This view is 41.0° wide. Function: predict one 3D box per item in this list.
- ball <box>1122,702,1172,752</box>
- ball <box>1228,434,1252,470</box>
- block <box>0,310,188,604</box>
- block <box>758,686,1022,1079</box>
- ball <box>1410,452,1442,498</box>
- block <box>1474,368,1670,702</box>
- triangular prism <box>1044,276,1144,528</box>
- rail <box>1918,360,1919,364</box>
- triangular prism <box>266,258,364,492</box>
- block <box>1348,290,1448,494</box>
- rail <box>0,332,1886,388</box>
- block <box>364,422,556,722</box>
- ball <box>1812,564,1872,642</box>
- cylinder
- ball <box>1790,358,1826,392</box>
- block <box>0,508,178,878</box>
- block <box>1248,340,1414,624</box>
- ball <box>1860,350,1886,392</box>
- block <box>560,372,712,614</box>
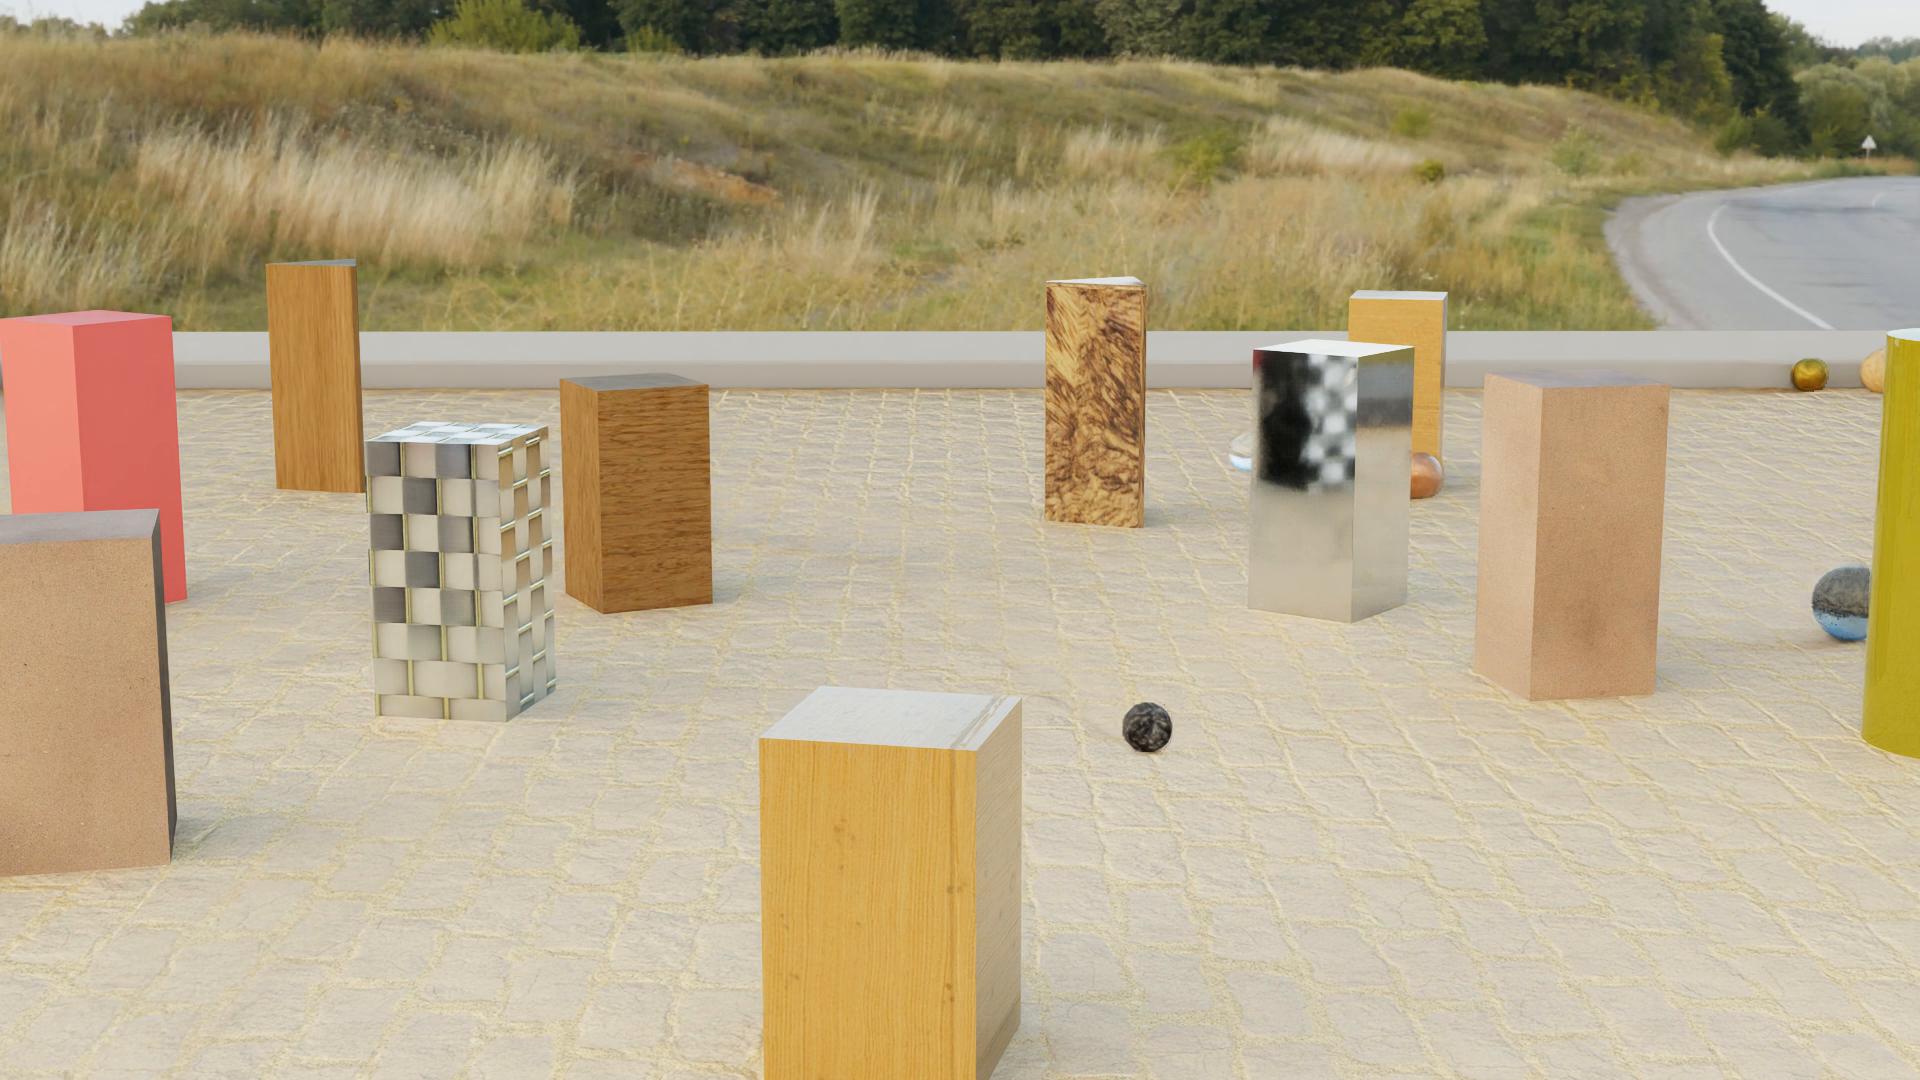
[{"bbox_3d":[0.201,0.201,2.751,0.054,0.054,0.054,0,10,0],"label":"ball"},{"bbox_3d":[0.522,-0.159,4.657,0.068,0.068,0.068,0,10,0],"label":"ball"},{"bbox_3d":[-1.177,-0.107,3.489,0.157,0.391,0.157,7,13,34],"label":"block"},{"bbox_3d":[-0.048,0.256,1.893,0.157,0.258,0.157,2,11,13],"label":"block"},{"bbox_3d":[0.780,-0.110,4.361,0.079,0.079,0.079,0,10,0],"label":"ball"},{"bbox_3d":[0.720,-0.010,3.032,0.157,0.365,0.157,-2,11,-12],"label":"block"},{"bbox_3d":[0.246,-0.228,4.151,0.170,0.386,0.148,5,12,26],"label":"triangular prism"},{"bbox_3d":[2.205,0.031,3.461,0.045,0.128,4.865,0,10,0],"label":"rail"},{"bbox_3d":[-1.088,-0.290,4.478,0.170,0.390,0.148,3,11,16],"label":"triangular prism"},{"bbox_3d":[0.759,-0.259,4.463,0.157,0.334,0.157,3,11,13],"label":"block"},{"bbox_3d":[-0.014,-0.406,5.817,4.458,0.128,0.045,0,10,0],"label":"rail"},{"bbox_3d":[-0.570,0.033,2.939,0.157,0.315,0.157,2,11,11],"label":"block"},{"bbox_3d":[1.139,0.081,3.278,0.098,0.098,0.098,0,10,0],"label":"ball"},{"bbox_3d":[1.086,0.002,2.757,0.197,0.442,0.197,0,10,0],"label":"cylinder"},{"bbox_3d":[1.912,-0.372,5.782,0.075,0.075,0.075,0,10,0],"label":"ball"},{"bbox_3d":[-0.824,0.138,2.394,0.157,0.307,0.157,-3,11,-14],"label":"block"},{"bbox_3d":[0.501,-0.083,3.462,0.157,0.353,0.157,8,13,37],"label":"block"},{"bbox_3d":[2.074,-0.379,5.762,0.098,0.098,0.098,0,10,0],"label":"ball"},{"bbox_3d":[-0.445,-0.068,3.520,0.157,0.301,0.157,-5,12,-27],"label":"block"}]
